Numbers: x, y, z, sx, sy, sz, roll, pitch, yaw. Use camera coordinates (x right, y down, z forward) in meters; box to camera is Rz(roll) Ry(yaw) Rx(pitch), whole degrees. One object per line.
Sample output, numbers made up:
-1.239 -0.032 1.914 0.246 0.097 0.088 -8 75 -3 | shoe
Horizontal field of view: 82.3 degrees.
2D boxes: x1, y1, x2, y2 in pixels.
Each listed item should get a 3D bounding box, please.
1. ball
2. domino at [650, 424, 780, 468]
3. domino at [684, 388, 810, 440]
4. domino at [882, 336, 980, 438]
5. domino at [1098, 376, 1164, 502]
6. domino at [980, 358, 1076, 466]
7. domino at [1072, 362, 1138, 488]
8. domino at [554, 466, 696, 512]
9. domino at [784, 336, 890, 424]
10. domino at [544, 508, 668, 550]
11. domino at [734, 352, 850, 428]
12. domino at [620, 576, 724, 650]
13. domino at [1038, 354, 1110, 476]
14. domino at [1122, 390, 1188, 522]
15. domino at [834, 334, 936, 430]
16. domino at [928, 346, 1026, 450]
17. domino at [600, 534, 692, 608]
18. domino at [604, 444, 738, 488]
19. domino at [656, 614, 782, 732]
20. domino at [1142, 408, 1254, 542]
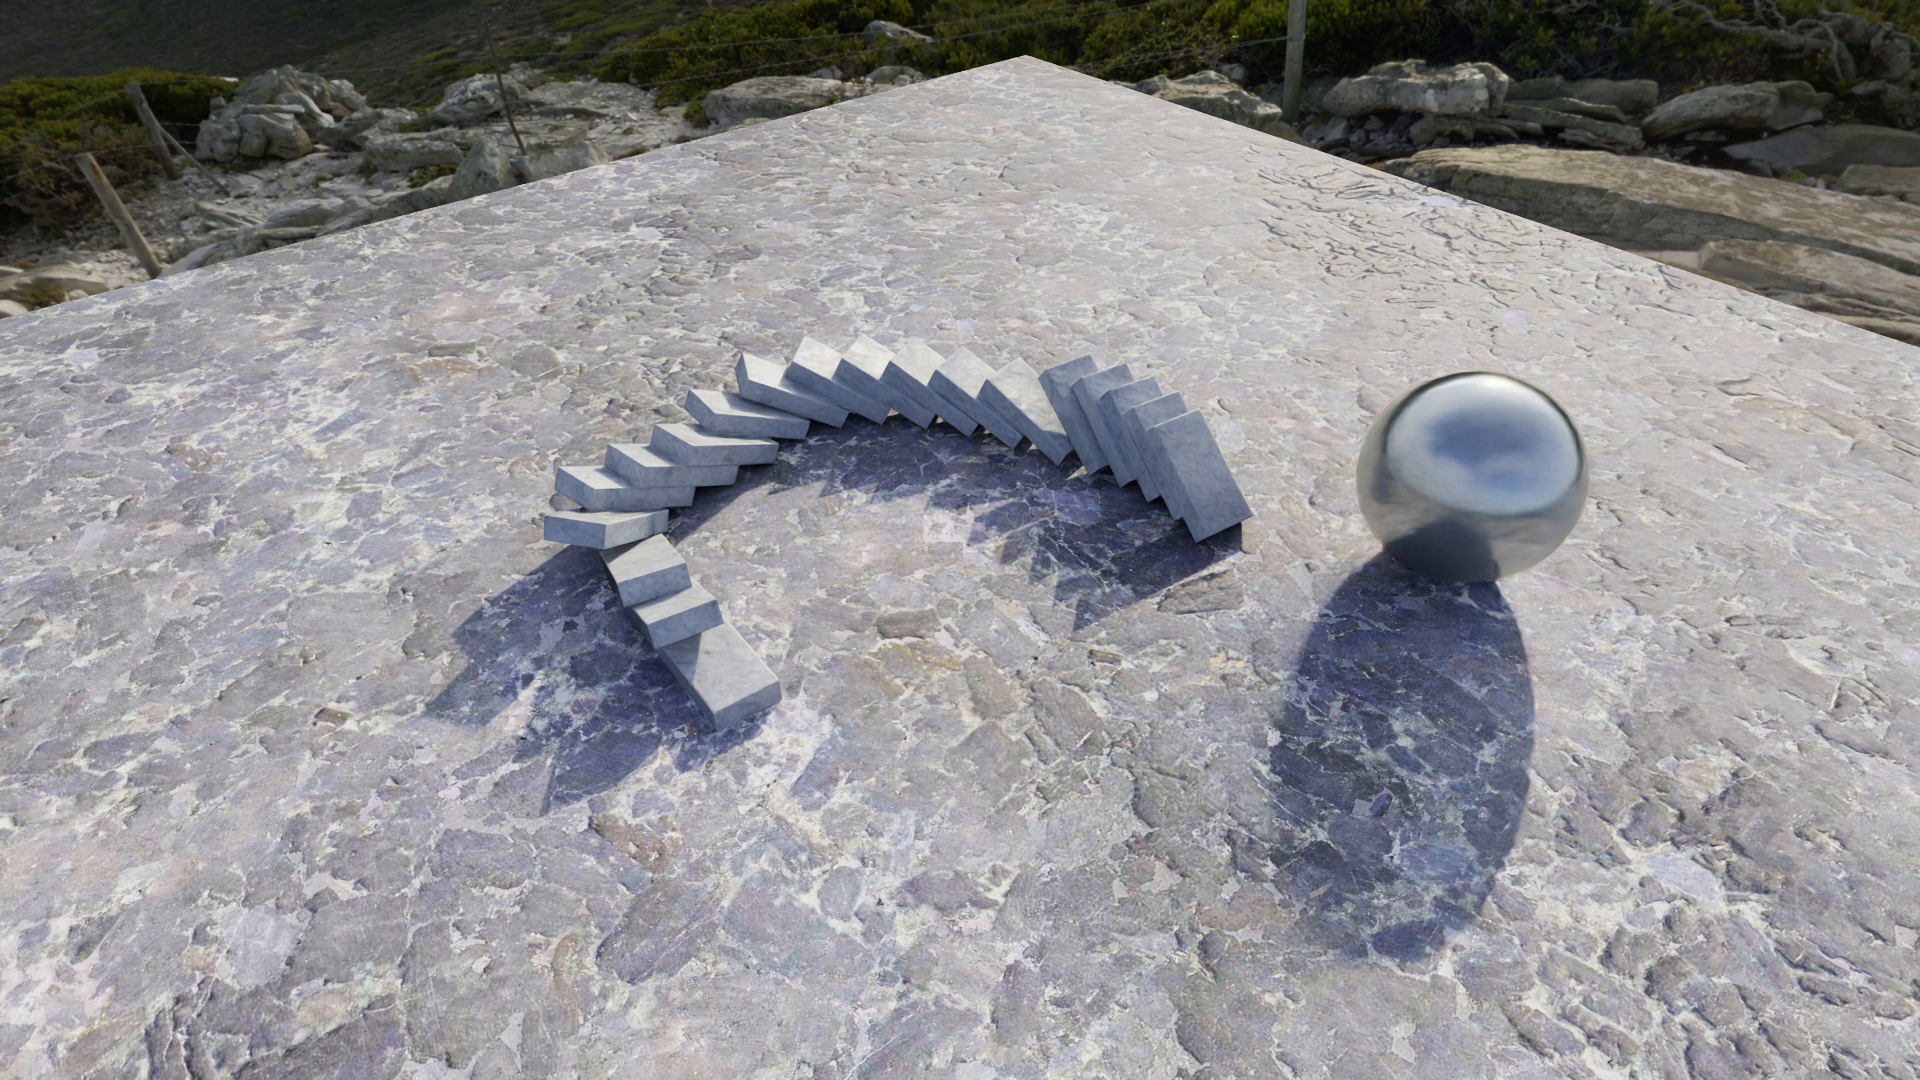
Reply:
0.192 -0.024 0.417 0.080 0.080 0.080 0 39 0 | ball
-0.106 -0.042 0.477 0.025 0.009 0.050 28 21 30 | domino
-0.096 -0.057 0.496 0.050 0.009 0.025 -1 31 -44 | domino
-0.009 -0.072 0.514 0.050 0.009 0.025 36 45 1 | domino
0.082 -0.044 0.473 0.025 0.010 0.050 -21 82 -25 | domino
0.036 -0.059 0.499 0.050 0.009 0.025 44 52 10 | domino
0.071 -0.051 0.482 0.025 0.010 0.050 -21 83 -25 | domino
-0.137 -0.022 0.452 0.025 0.010 0.050 27 19 32 | domino
-0.055 -0.075 0.518 0.050 0.010 0.025 26 37 -12 | domino
-0.138 -0.006 0.432 0.025 0.010 0.050 8 10 11 | domino
-0.078 -0.069 0.510 0.050 0.010 0.025 15 31 -29 | domino
-0.106 0.024 0.399 0.025 0.010 0.050 -21 20 -23 | domino
0.058 -0.056 0.489 0.025 0.009 0.050 -23 82 -26 | domino
0.091 -0.036 0.464 0.025 0.009 0.050 -22 83 -25 | domino
-0.031 -0.075 0.518 0.050 0.009 0.025 32 42 -4 | domino
0.013 -0.066 0.507 0.050 0.009 0.025 38 48 4 | domino
-0.119 0.011 0.415 0.025 0.009 0.050 -18 19 -21 | domino
-0.121 -0.032 0.465 0.025 0.010 0.050 29 20 31 | domino
-0.087 0.044 0.390 0.025 0.010 0.050 -26 46 -28 | domino
0.098 -0.027 0.453 0.025 0.009 0.050 -22 83 -25 | domino
